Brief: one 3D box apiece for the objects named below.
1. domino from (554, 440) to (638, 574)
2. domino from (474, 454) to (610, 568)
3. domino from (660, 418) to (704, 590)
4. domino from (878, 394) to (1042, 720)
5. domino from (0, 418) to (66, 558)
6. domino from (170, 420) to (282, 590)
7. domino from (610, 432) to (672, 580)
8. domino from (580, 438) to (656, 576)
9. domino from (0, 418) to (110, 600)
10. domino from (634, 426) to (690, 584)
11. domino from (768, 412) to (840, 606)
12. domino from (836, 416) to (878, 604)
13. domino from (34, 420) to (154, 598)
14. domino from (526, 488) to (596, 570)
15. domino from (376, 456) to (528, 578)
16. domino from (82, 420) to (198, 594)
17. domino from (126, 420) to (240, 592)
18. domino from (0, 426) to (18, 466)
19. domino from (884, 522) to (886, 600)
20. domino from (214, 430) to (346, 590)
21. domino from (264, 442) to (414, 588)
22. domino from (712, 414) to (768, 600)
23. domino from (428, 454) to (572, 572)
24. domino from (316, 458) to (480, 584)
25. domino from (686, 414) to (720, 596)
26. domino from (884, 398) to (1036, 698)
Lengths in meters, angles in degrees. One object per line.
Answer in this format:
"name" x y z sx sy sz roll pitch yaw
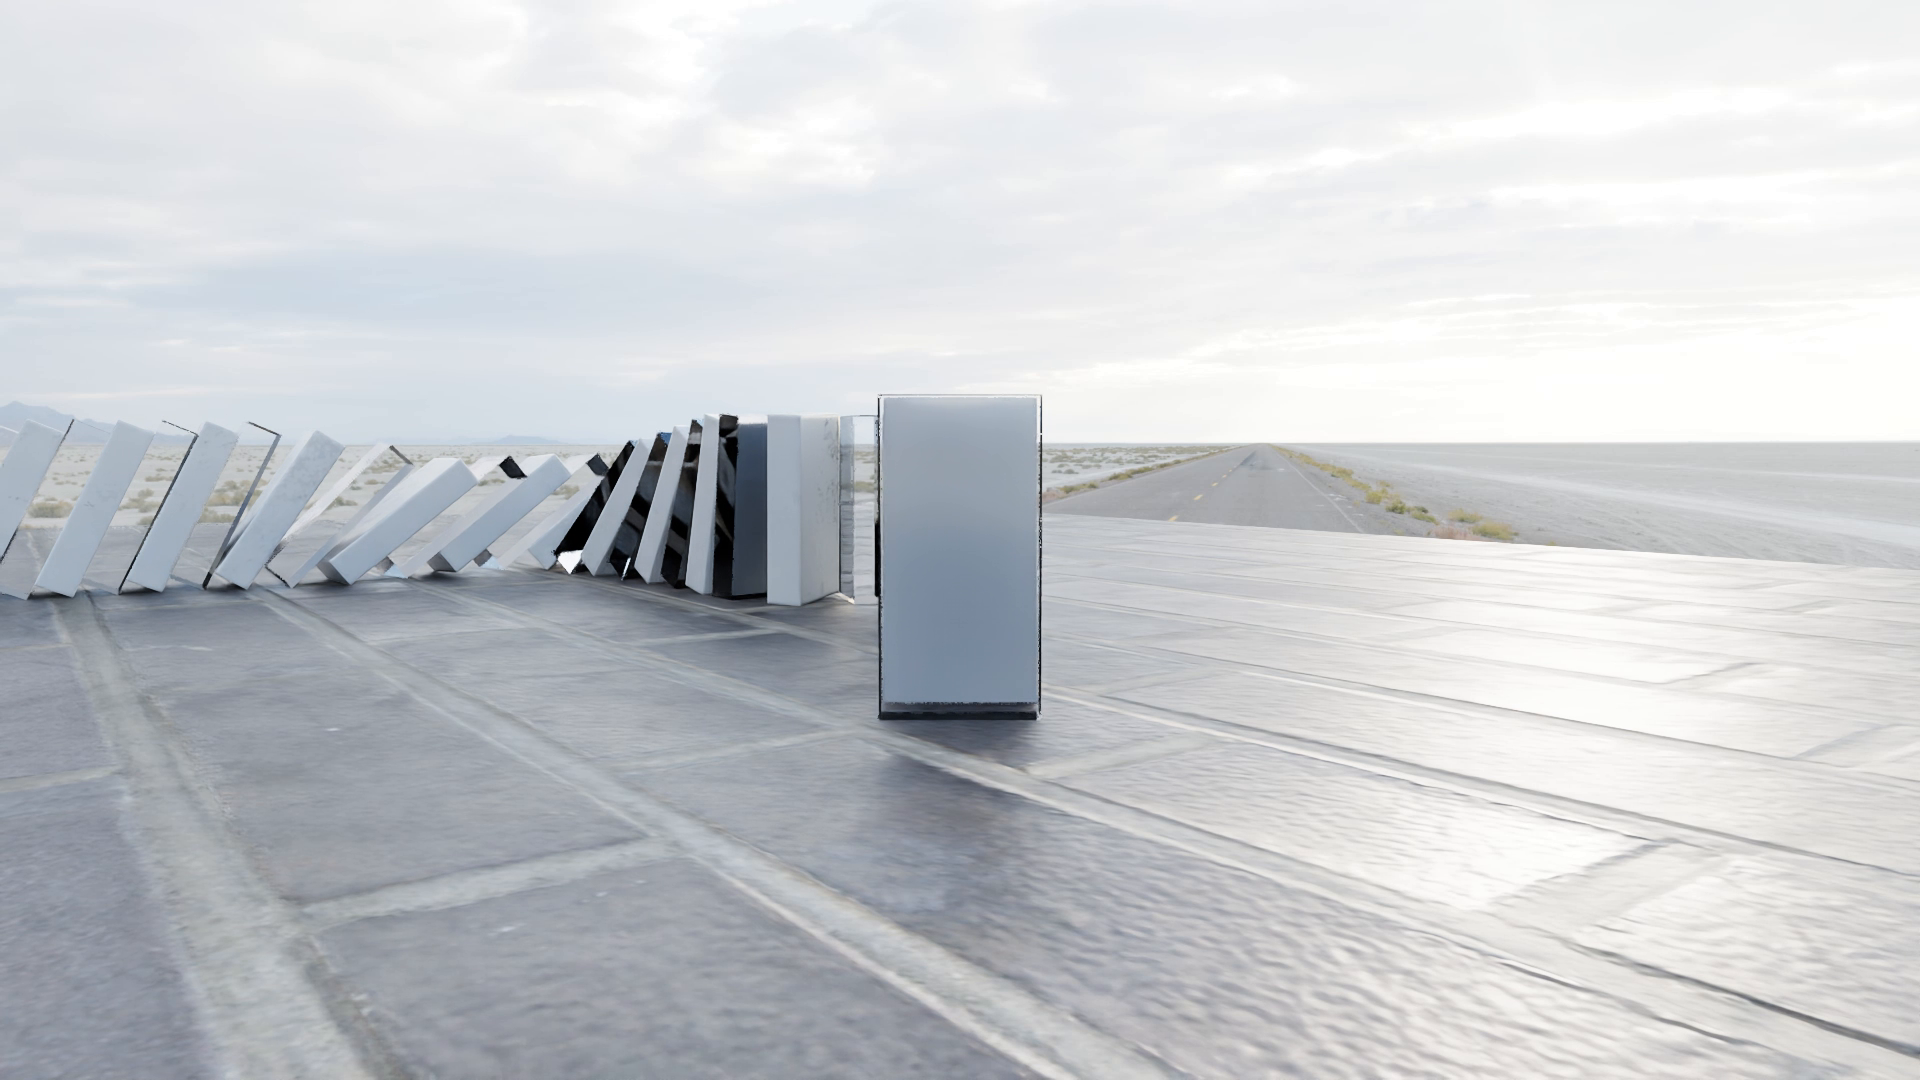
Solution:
"domino" -0.111 -0.011 0.425 0.009 0.050 0.025 46 22 17
"domino" -0.146 -0.010 0.443 0.025 0.010 0.050 1 41 52
"domino" -0.071 -0.011 0.379 0.025 0.050 0.010 -4 29 -43
"domino" 0.000 0.002 0.201 0.025 0.050 0.010 0 4 0
"domino" -0.265 -0.009 0.356 0.010 0.050 0.025 27 -11 -32
"domino" -0.221 -0.011 0.385 0.010 0.050 0.025 28 -11 -32
"domino" -0.089 -0.011 0.401 0.025 0.050 0.010 -4 42 -45
"domino" -0.100 -0.011 0.413 0.025 0.050 0.010 -5 47 -51
"domino" -0.256 -0.009 0.362 0.010 0.050 0.025 27 -11 -32
"domino" -0.080 -0.011 0.390 0.025 0.050 0.010 -4 36 -43
"domino" -0.042 -0.009 0.346 0.010 0.050 0.025 3 8 18
"domino" -0.027 -0.009 0.352 0.010 0.050 0.025 -1 4 -17
"domino" -0.247 -0.010 0.367 0.010 0.050 0.025 27 -11 -32
"domino" -0.125 -0.011 0.442 0.050 0.010 0.025 -43 10 -6
"domino" -0.168 -0.008 0.419 0.025 0.010 0.050 2 42 50
"domino" -0.239 -0.010 0.374 0.010 0.050 0.025 27 -11 -32
"domino" -0.230 -0.011 0.380 0.010 0.050 0.025 27 -11 -32
"domino" -0.274 -0.008 0.351 0.009 0.050 0.025 27 -11 -32
"domino" -0.010 -0.009 0.355 0.010 0.050 0.025 3 5 34
"domino" -0.207 -0.010 0.388 0.009 0.050 0.025 37 -16 -30
"domino" -0.191 -0.008 0.393 0.010 0.050 0.025 48 -19 -27
"domino" -0.055 -0.010 0.357 0.025 0.050 0.010 -4 12 -43
"domino" -0.156 -0.009 0.431 0.025 0.009 0.050 1 41 51
"domino" -0.179 -0.007 0.406 0.025 0.010 0.050 5 44 49
"domino" -0.063 -0.010 0.367 0.025 0.050 0.010 -4 19 -43
"domino" 0.000 0.001 0.218 0.025 0.050 0.010 0 4 0
